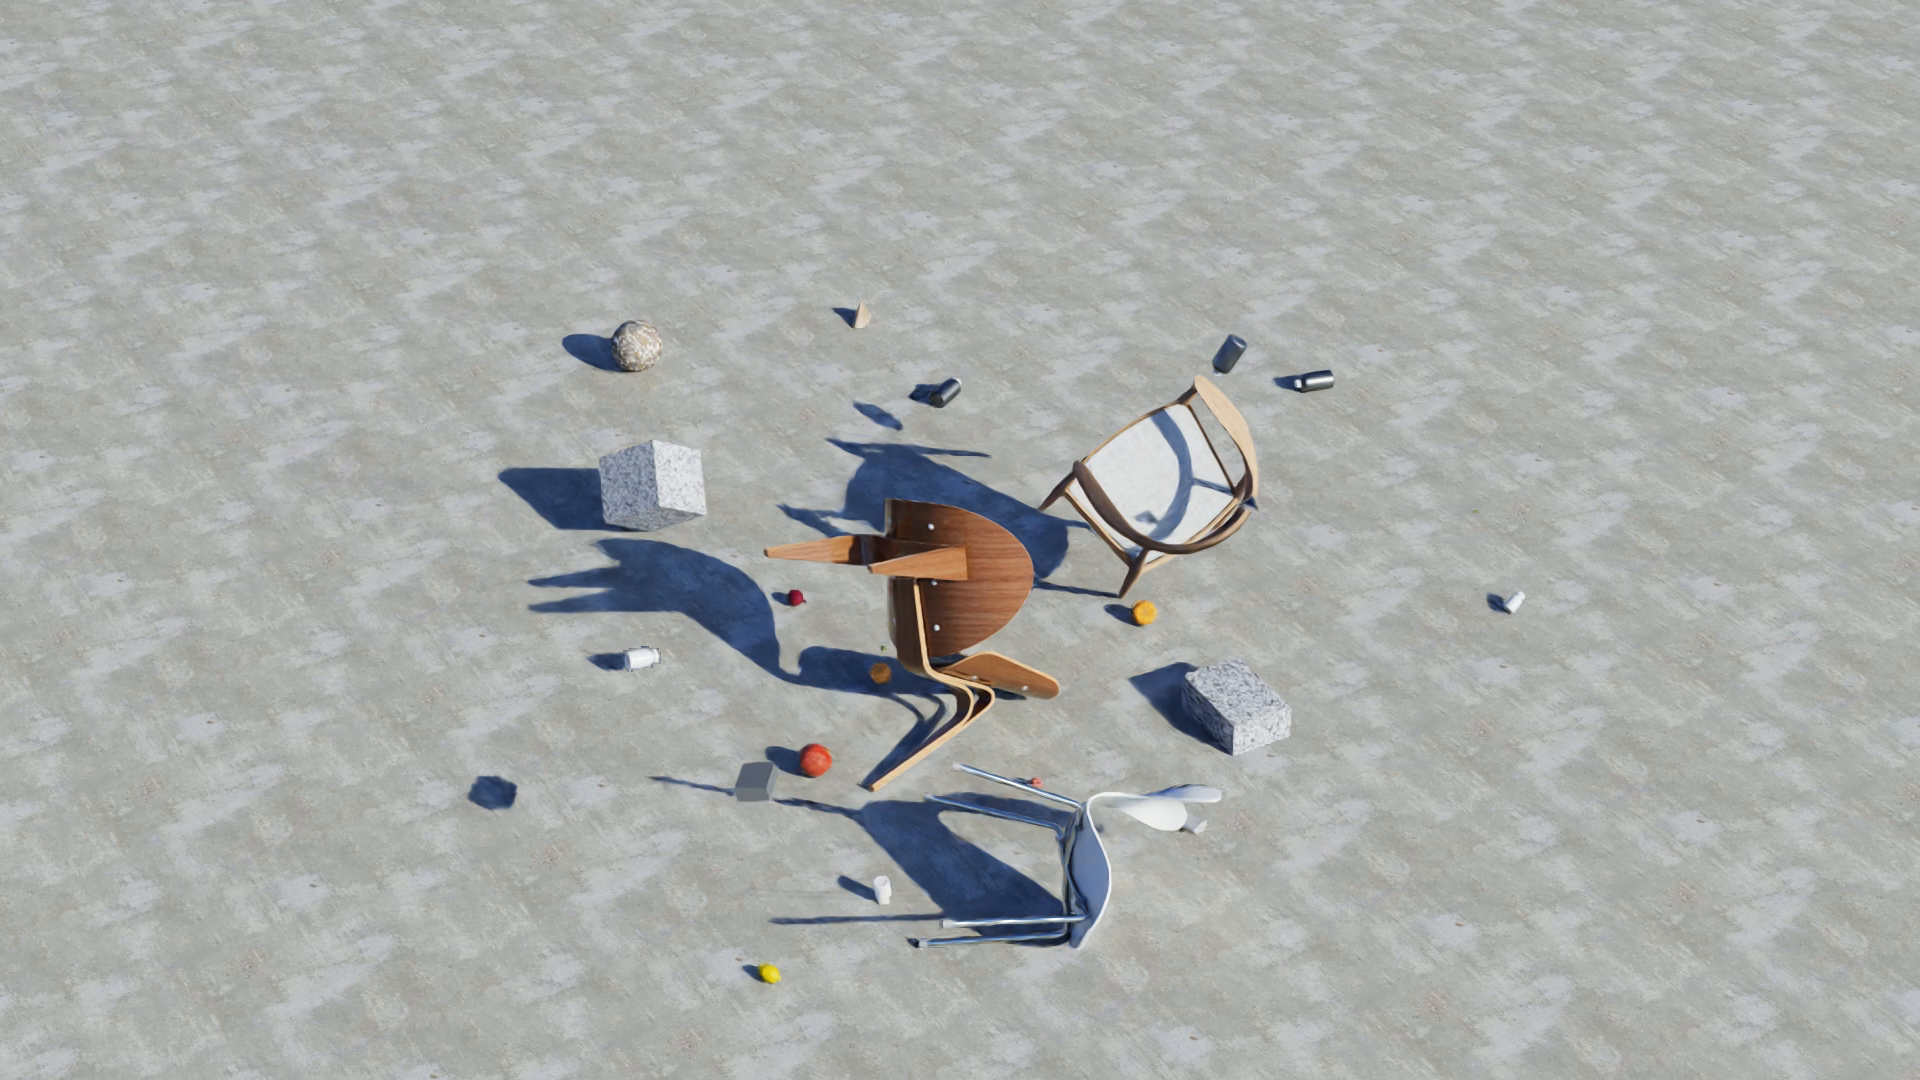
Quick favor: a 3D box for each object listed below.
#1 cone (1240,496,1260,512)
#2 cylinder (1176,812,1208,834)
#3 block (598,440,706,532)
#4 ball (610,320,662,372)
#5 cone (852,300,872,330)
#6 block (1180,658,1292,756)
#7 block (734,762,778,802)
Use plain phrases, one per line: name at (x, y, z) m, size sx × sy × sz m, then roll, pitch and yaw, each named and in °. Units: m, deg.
cone at (0.985, -0.129, 9.922) m, size 0.072 × 0.041 × 0.098 m, roll 15°, pitch -7°, yaw 29°
cylinder at (0.752, 0.920, 9.511) m, size 0.071 × 0.039 × 0.076 m, roll 22°, pitch 31°, yaw 30°
block at (-1.137, -0.198, 10.841) m, size 0.269 × 0.250 × 0.263 m, roll -16°, pitch -16°, yaw 33°
ball at (-1.319, -0.792, 11.953) m, size 0.212 × 0.212 × 0.212 m, roll 0°, pitch 33°, yaw 0°
cone at (-0.414, -0.967, 12.323) m, size 0.076 × 0.098 × 0.169 m, roll 9°, pitch 35°, yaw 14°
block at (0.937, 0.564, 9.974) m, size 0.227 × 0.126 × 0.332 m, roll -16°, pitch 37°, yaw -23°
block at (-0.603, 0.716, 8.682) m, size 0.099 × 0.050 × 0.121 m, roll -4°, pitch 34°, yaw 14°
